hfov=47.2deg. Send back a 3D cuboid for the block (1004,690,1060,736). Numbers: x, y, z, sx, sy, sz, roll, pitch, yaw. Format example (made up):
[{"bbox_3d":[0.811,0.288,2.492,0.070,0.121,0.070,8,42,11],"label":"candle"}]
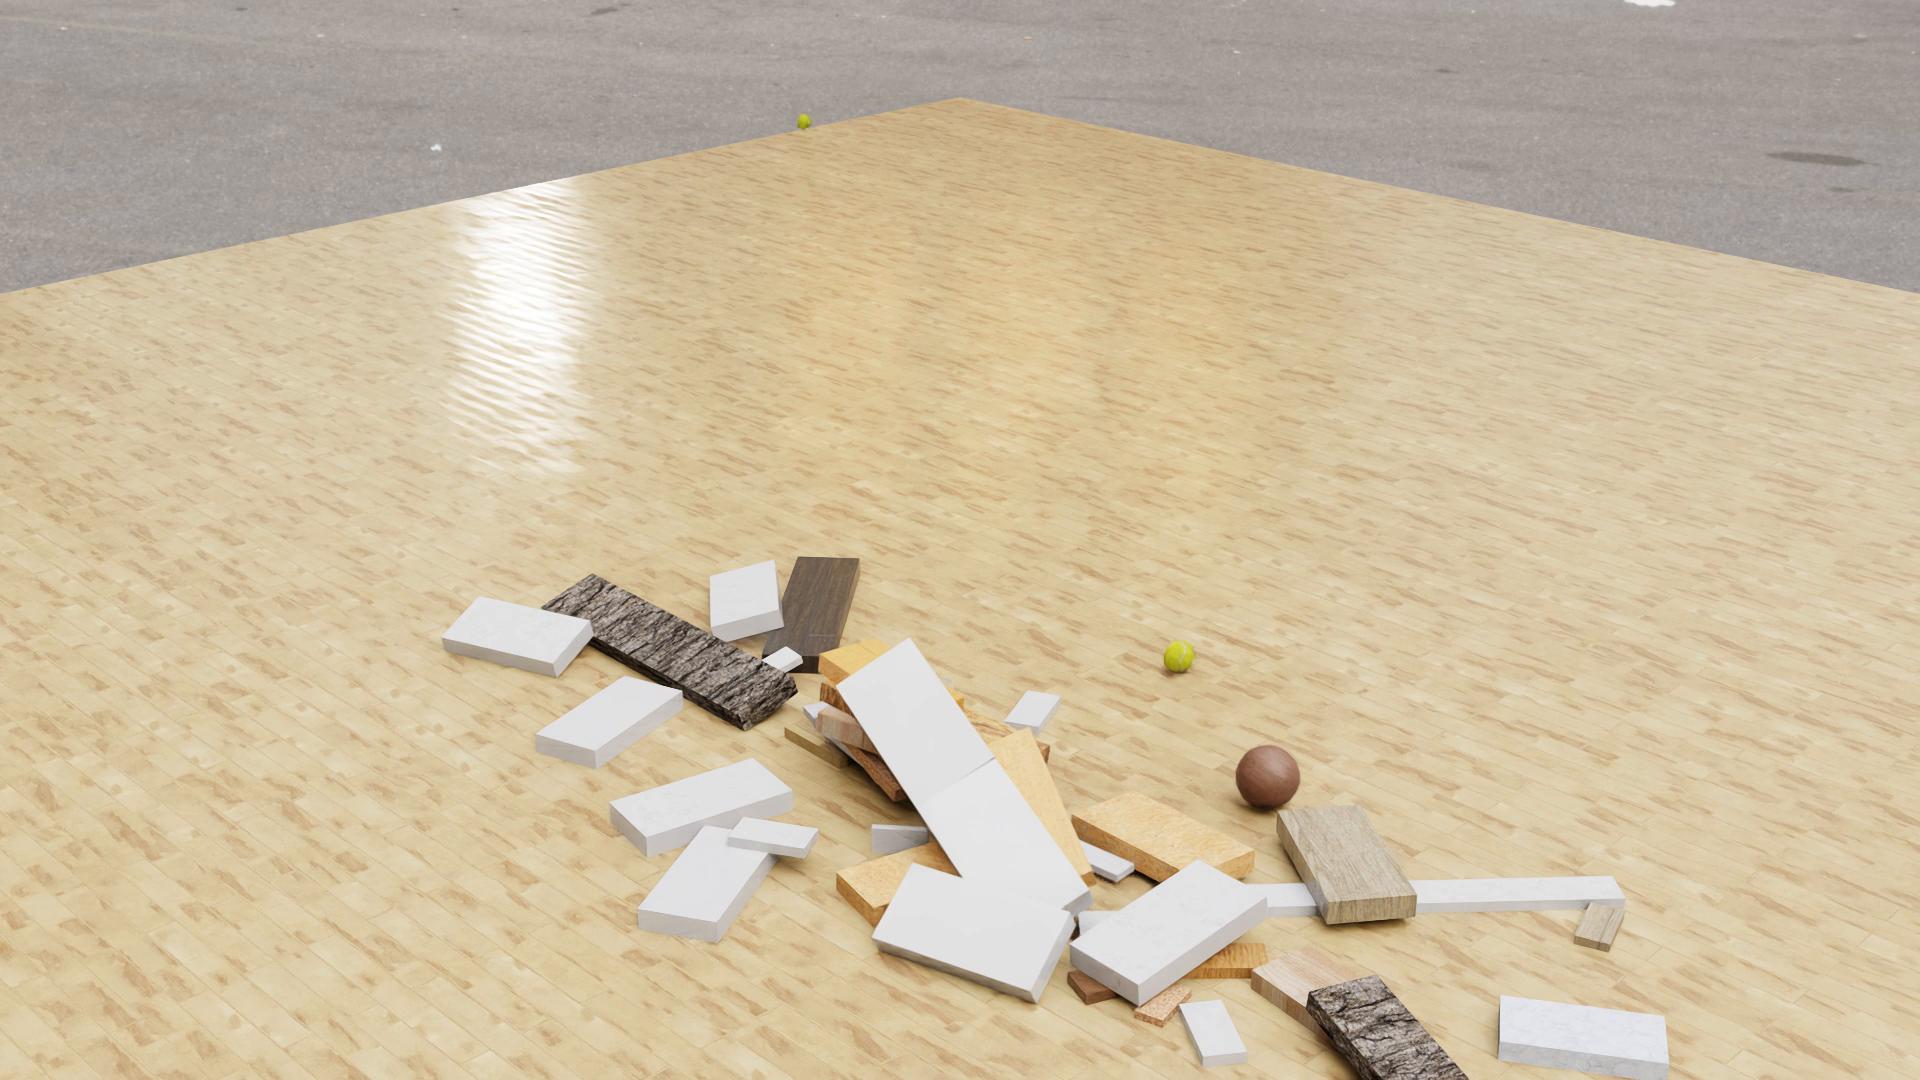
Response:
[{"bbox_3d":[0.160,0.380,4.837,0.078,0.022,0.157,8,24,19],"label":"block"}]

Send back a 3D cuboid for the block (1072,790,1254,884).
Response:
[{"bbox_3d":[0.392,0.589,4.279,0.169,0.048,0.337,-15,24,-36],"label":"block"}]

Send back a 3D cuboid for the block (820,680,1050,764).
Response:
[{"bbox_3d":[-0.055,0.372,4.484,0.480,0.042,0.148,22,28,31],"label":"block"}]

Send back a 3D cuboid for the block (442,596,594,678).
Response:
[{"bbox_3d":[-1.031,0.224,5.122,0.315,0.045,0.158,11,41,24],"label":"block"}]

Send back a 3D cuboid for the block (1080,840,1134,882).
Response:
[{"bbox_3d":[0.170,0.587,4.324,0.392,0.016,0.055,19,29,38],"label":"block"}]

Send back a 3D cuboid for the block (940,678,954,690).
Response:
[{"bbox_3d":[-0.041,0.396,4.798,0.078,0.022,0.372,-2,23,-5],"label":"block"}]

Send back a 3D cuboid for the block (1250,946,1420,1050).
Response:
[{"bbox_3d":[0.648,0.804,3.817,0.136,0.039,0.273,-15,27,-32],"label":"block"}]

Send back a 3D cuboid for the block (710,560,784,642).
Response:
[{"bbox_3d":[-0.515,0.147,5.291,0.164,0.047,0.329,-15,21,-1],"label":"block"}]

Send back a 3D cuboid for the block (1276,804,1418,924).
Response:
[{"bbox_3d":[0.733,0.615,4.194,0.169,0.048,0.338,-3,23,-8],"label":"block"}]

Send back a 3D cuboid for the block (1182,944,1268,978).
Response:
[{"bbox_3d":[0.473,0.756,3.950,0.158,0.022,0.079,0,23,0],"label":"block"}]

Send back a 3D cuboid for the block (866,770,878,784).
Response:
[{"bbox_3d":[-0.177,0.439,4.638,0.095,0.027,0.190,-11,37,-30],"label":"block"}]

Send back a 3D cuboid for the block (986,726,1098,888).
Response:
[{"bbox_3d":[0.114,0.537,4.186,0.178,0.050,0.356,-24,49,-1],"label":"block"}]

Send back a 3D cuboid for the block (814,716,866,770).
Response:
[{"bbox_3d":[-0.209,0.415,4.617,0.095,0.027,0.190,-20,42,-39],"label":"block"}]

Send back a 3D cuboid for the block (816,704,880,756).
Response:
[{"bbox_3d":[-0.119,0.394,4.523,0.315,0.045,0.158,18,26,24],"label":"block"}]

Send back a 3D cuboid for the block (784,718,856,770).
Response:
[{"bbox_3d":[-0.280,0.430,4.713,0.095,0.027,0.190,-19,30,-38],"label":"block"}]

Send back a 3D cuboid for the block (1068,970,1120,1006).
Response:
[{"bbox_3d":[0.275,0.778,3.899,0.152,0.022,0.076,-10,25,-21],"label":"block"}]

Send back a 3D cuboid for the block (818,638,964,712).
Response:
[{"bbox_3d":[-0.143,0.296,4.526,0.148,0.042,0.295,-14,31,-38],"label":"block"}]

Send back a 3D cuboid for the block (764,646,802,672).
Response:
[{"bbox_3d":[-0.425,0.288,4.976,0.125,0.018,0.063,-29,36,-27],"label":"block"}]

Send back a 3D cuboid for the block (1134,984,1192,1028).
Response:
[{"bbox_3d":[0.354,0.808,3.836,0.055,0.016,0.111,14,27,29],"label":"block"}]

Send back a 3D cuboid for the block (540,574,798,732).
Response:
[{"bbox_3d":[-0.681,0.248,5.066,0.158,0.045,0.773,-36,39,-30],"label":"block"}]

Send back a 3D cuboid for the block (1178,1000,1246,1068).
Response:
[{"bbox_3d":[0.430,0.841,3.752,0.076,0.022,0.152,-4,23,-9],"label":"block"}]

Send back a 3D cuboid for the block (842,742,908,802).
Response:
[{"bbox_3d":[-0.143,0.451,4.522,0.106,0.030,0.211,-13,38,-31],"label":"block"}]

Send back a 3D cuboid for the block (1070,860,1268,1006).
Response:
[{"bbox_3d":[0.376,0.701,3.947,0.338,0.048,0.169,-26,34,-35],"label":"block"}]

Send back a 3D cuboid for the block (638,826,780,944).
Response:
[{"bbox_3d":[-0.473,0.649,4.174,0.157,0.045,0.315,7,24,16],"label":"block"}]

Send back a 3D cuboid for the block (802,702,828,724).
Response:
[{"bbox_3d":[-0.286,0.387,4.757,0.063,0.018,0.125,-11,25,-25],"label":"block"}]

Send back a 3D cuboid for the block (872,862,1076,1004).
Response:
[{"bbox_3d":[0.023,0.703,3.948,0.329,0.047,0.164,13,56,28],"label":"block"}]

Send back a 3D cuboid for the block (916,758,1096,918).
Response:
[{"bbox_3d":[0.081,0.585,4.091,0.178,0.050,0.356,-31,50,-7],"label":"block"}]

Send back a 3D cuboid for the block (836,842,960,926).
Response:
[{"bbox_3d":[-0.071,0.643,4.191,0.295,0.042,0.148,-13,26,-28],"label":"block"}]

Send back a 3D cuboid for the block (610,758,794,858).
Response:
[{"bbox_3d":[-0.521,0.537,4.435,0.329,0.047,0.164,-15,27,-31],"label":"block"}]

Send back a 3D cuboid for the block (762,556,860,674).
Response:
[{"bbox_3d":[-0.353,0.174,5.293,0.158,0.045,0.567,2,23,4],"label":"block"}]

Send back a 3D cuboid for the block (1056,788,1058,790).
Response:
[{"bbox_3d":[0.083,0.517,4.396,0.211,0.030,0.106,5,20,40],"label":"block"}]

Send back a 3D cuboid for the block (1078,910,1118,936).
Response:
[{"bbox_3d":[0.298,0.714,4.050,0.157,0.022,0.079,0,23,0],"label":"block"}]

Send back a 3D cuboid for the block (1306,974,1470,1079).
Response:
[{"bbox_3d":[0.707,0.836,3.652,0.136,0.039,0.273,-9,32,-23],"label":"block"}]

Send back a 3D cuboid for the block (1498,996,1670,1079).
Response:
[{"bbox_3d":[1.053,0.843,3.724,0.273,0.039,0.136,5,24,12],"label":"block"}]

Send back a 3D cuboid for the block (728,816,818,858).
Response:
[{"bbox_3d":[-0.361,0.576,4.260,0.157,0.022,0.078,7,24,16],"label":"block"}]

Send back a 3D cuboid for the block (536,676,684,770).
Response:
[{"bbox_3d":[-0.758,0.393,4.777,0.158,0.045,0.315,12,26,26],"label":"block"}]

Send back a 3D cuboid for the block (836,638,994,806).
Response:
[{"bbox_3d":[-0.085,0.367,4.319,0.178,0.050,0.355,-33,50,-6],"label":"block"}]

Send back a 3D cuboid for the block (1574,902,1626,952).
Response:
[{"bbox_3d":[1.180,0.714,4.055,0.063,0.018,0.127,12,26,25],"label":"block"}]

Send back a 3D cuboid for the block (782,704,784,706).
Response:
[{"bbox_3d":[-0.446,0.343,4.929,0.063,0.018,0.125,-11,25,-24],"label":"block"}]

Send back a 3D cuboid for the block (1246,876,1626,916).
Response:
[{"bbox_3d":[0.819,0.673,4.145,0.854,0.022,0.079,-1,23,-2],"label":"block"}]

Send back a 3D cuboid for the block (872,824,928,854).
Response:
[{"bbox_3d":[-0.117,0.587,4.306,0.111,0.055,0.016,2,23,5],"label":"block"}]
